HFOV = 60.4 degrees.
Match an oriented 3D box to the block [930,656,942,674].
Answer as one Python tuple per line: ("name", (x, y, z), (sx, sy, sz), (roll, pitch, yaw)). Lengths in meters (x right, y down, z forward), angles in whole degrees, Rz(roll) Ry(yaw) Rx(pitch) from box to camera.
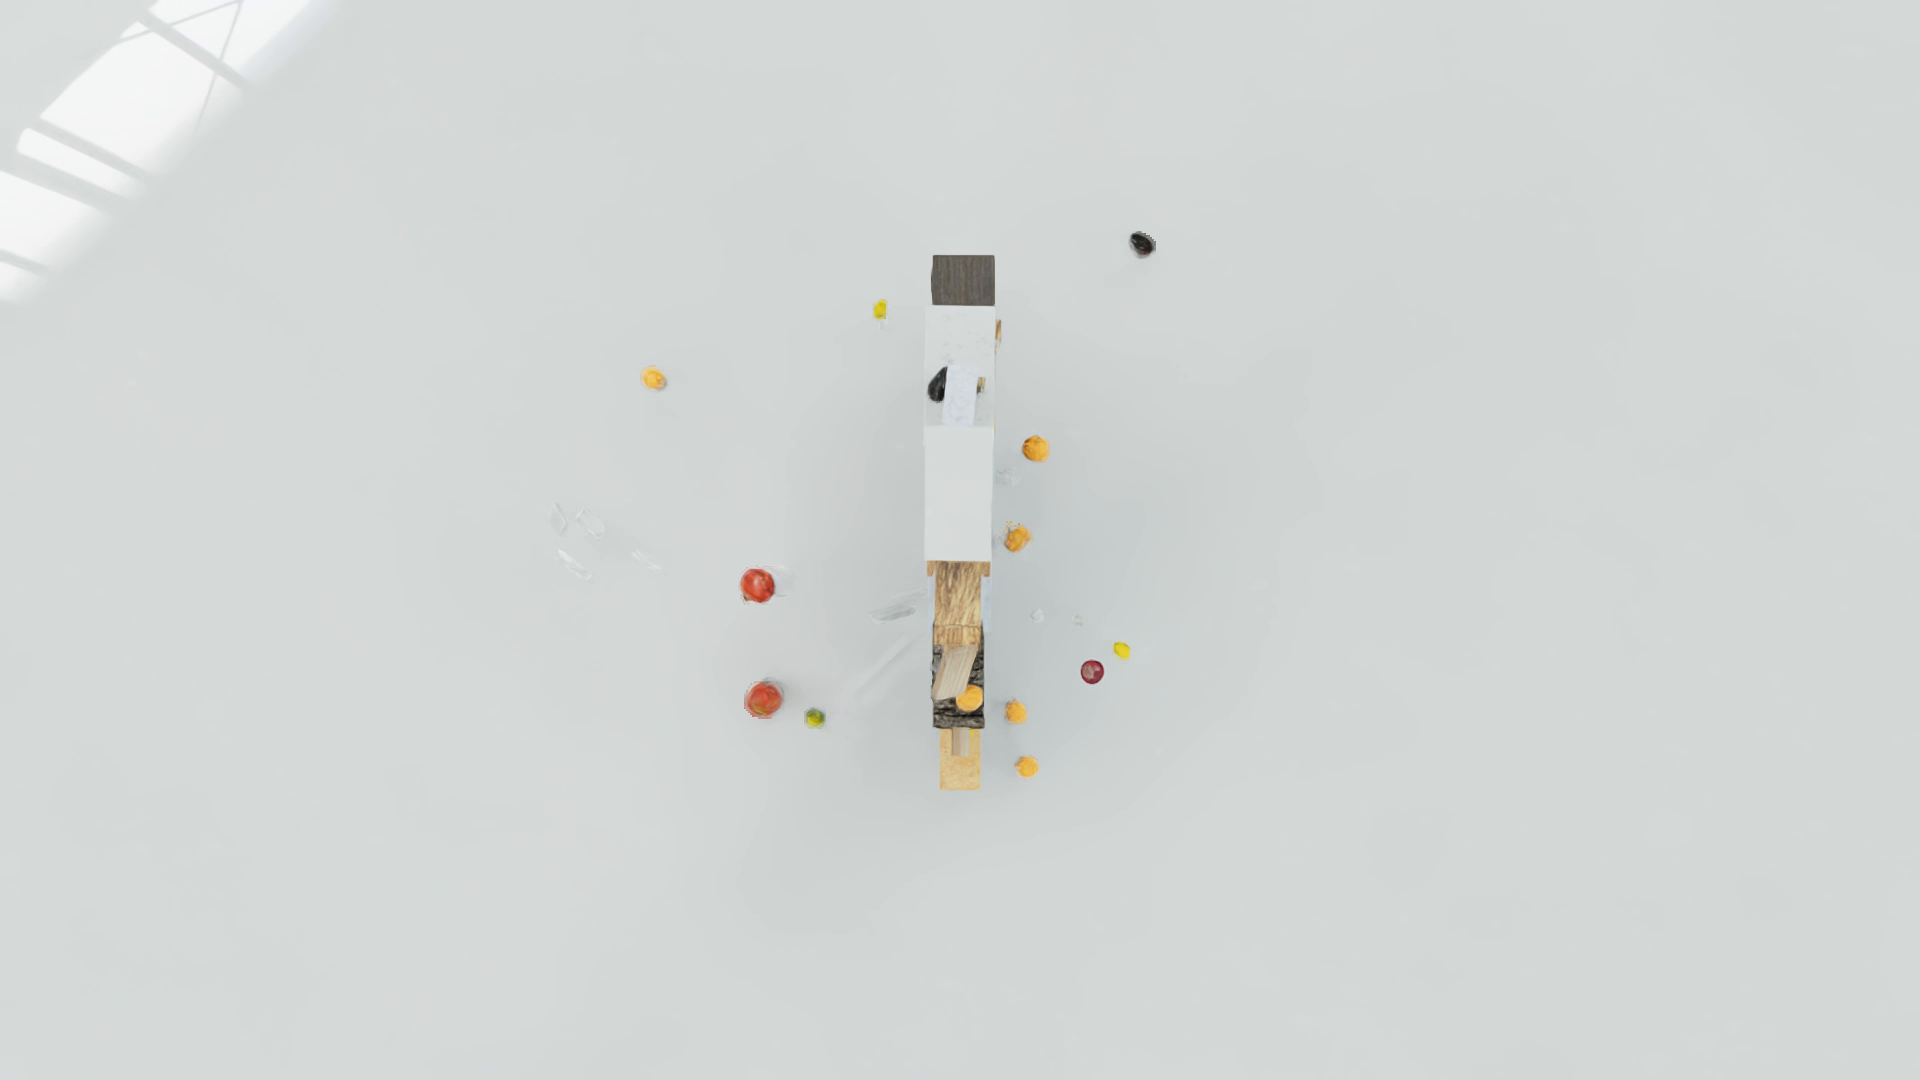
("block", (-0.019, 0.312, 4.195), (0.085, 0.169, 0.024), (-45, 74, 0))

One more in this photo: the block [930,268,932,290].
("block", (0.004, -0.734, 5.056), (0.173, 0.887, 0.049), (0, 90, 0))

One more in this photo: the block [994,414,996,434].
("block", (0.002, -0.295, 4.389), (0.176, 0.356, 0.050), (0, 90, 0))

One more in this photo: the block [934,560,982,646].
("block", (-0.005, 0.141, 3.961), (0.110, 0.031, 0.220), (1, 90, 0))

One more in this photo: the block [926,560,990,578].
("block", (-0.001, -0.069, 4.220), (0.162, 0.046, 0.324), (1, 90, 0))

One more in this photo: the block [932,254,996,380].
("block", (0.011, -0.616, 4.588), (0.173, 0.049, 0.346), (0, 90, 0))

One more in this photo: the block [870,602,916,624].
("block", (-0.191, 0.210, 4.739), (0.121, 0.060, 0.017), (-16, 108, -12))

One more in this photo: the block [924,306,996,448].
("block", (-0.001, -0.415, 4.185), (0.176, 0.050, 0.353), (1, 90, 0))

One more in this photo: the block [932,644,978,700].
("block", (-0.012, 0.322, 4.117), (0.085, 0.024, 0.169), (-9, 131, -32))

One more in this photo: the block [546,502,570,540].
("block", (-1.281, -0.062, 5.258), (0.121, 0.017, 0.060), (48, 118, 41))

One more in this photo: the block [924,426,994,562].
("block", (-0.004, -0.107, 3.828), (0.155, 0.044, 0.310), (1, 90, 0))

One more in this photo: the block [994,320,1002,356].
("block", (0.018, -0.537, 4.387), (0.176, 0.353, 0.050), (1, 90, 0))

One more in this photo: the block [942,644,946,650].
("block", (-0.004, 0.259, 4.195), (0.085, 0.169, 0.024), (-1, 79, 0))

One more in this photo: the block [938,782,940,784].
("block", (0.000, 0.756, 5.370), (0.130, 0.259, 0.037), (5, 92, 0))

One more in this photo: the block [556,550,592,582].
("block", (-1.149, 0.078, 4.903), (0.121, 0.060, 0.017), (37, 67, -4))

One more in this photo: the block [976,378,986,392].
("block", (0.024, -0.387, 4.085), (0.076, 0.151, 0.021), (7, 90, 0))

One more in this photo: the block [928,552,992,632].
("block", (-0.001, 0.081, 4.607), (0.175, 0.049, 0.349), (0, 90, 0))

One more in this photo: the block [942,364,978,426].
("block", (0.000, -0.346, 3.998), (0.076, 0.021, 0.151), (6, 90, 0))

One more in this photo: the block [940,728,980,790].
("block", (0.001, 0.660, 5.222), (0.130, 0.037, 0.259), (0, 90, 0))

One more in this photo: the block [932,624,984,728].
("block", (-0.005, 0.355, 4.299), (0.132, 0.037, 0.265), (0, 90, 0))

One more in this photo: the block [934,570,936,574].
("block", (-0.005, 0.073, 4.087), (0.110, 0.220, 0.031), (1, 88, 0))

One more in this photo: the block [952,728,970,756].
("block", (0.003, 0.540, 4.507), (0.049, 0.014, 0.099), (1, 90, 0))
